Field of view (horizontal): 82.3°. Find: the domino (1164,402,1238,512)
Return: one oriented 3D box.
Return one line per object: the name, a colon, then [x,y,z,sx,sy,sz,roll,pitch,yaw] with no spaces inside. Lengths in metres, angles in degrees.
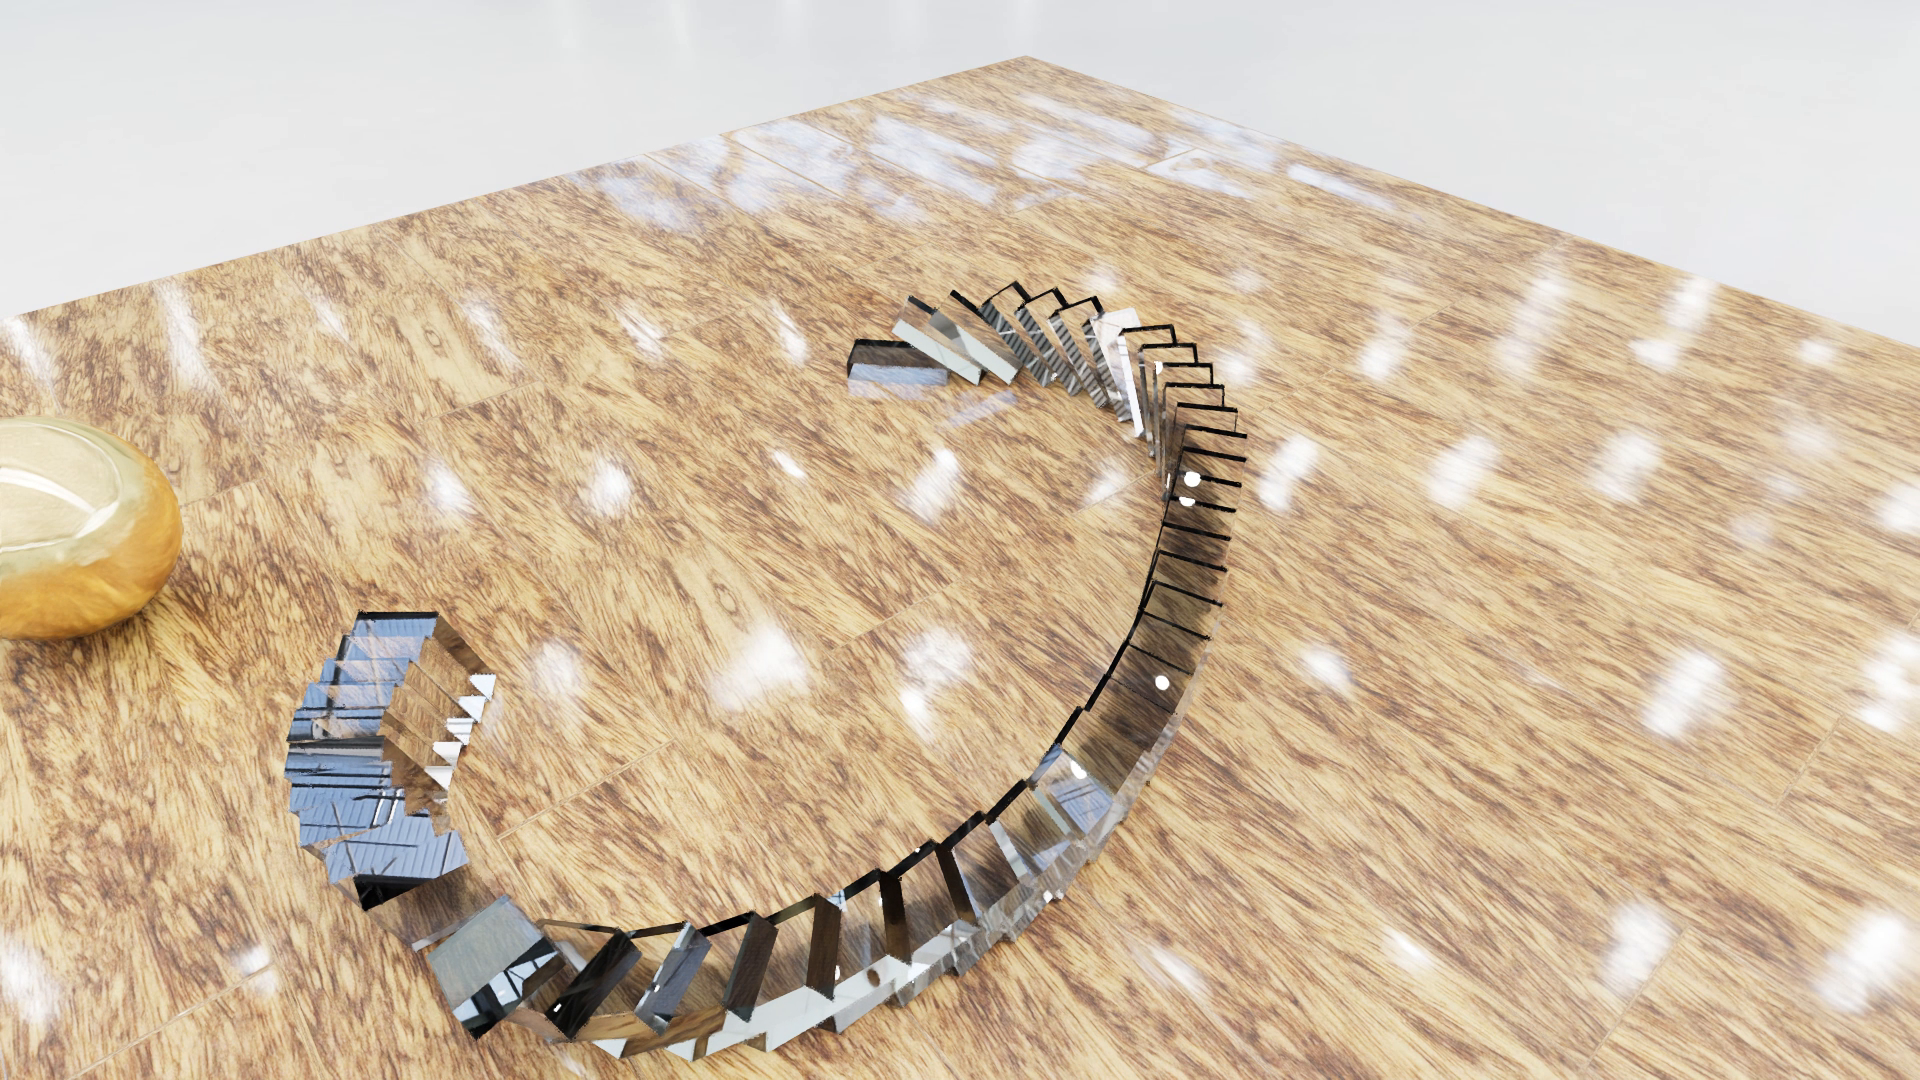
domino: [0.101,-0.031,0.460,0.025,0.010,0.050,7,76,8]

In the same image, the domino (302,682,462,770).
domino: [-0.177,0.058,0.340,0.025,0.050,0.009,0,60,0]

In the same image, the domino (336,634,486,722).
domino: [-0.176,0.046,0.356,0.025,0.050,0.009,0,60,0]

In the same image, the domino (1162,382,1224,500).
domino: [0.100,-0.042,0.473,0.025,0.010,0.050,3,76,3]

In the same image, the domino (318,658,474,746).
domino: [-0.177,0.052,0.348,0.025,0.050,0.009,0,60,0]

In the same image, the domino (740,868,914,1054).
domino: [-0.036,0.110,0.287,0.050,0.010,0.025,-36,37,17]

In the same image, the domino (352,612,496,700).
domino: [-0.176,0.039,0.364,0.025,0.050,0.010,0,60,0]

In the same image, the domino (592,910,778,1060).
domino: [-0.070,0.114,0.281,0.050,0.009,0.025,-27,29,30]

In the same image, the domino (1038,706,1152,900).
domino: [0.033,0.078,0.327,0.025,0.009,0.050,31,85,32]

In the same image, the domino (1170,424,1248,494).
domino: [0.099,-0.020,0.446,0.025,0.010,0.050,12,77,13]

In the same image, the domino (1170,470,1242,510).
domino: [0.090,0.000,0.421,0.025,0.009,0.050,13,77,16]

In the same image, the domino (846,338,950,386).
domino: [-0.030,-0.090,0.553,0.050,0.009,0.025,4,40,5]

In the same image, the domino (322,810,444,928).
domino: [-0.152,0.091,0.301,0.025,0.050,0.010,-19,64,-22]

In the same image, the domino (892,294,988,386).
domino: [-0.008,-0.099,0.544,0.050,0.009,0.025,30,37,-15]

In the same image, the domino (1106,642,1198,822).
domino: [0.052,0.060,0.348,0.025,0.009,0.050,25,81,28]

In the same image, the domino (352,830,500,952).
domino: [-0.141,0.095,0.295,0.025,0.050,0.009,-23,66,-23]

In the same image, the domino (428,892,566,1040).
domino: [-0.121,0.109,0.286,0.025,0.010,0.050,-39,17,-28]

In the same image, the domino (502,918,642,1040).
domino: [-0.105,0.112,0.284,0.050,0.009,0.025,-16,24,46]

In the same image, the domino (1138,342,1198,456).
domino: [0.096,-0.064,0.499,0.025,0.010,0.050,-2,76,-5]

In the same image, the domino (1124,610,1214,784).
domino: [0.061,0.051,0.360,0.025,0.009,0.050,23,80,25]

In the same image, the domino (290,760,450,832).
domino: [-0.167,0.078,0.315,0.025,0.050,0.009,-8,60,-10]

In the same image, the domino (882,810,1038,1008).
domino: [-0.005,0.100,0.299,0.050,0.010,0.025,-43,45,8]

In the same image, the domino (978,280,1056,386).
domino: [0.035,-0.103,0.547,0.050,0.009,0.025,50,51,-1]

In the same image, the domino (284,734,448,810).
domino: [-0.173,0.072,0.323,0.025,0.050,0.009,-5,60,-5]

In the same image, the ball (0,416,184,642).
ball: [-0.326,-0.004,0.392,0.080,0.080,0.080,0,39,0]

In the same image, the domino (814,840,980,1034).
domino: [-0.020,0.105,0.292,0.050,0.010,0.025,-40,41,12]

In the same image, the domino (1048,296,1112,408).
domino: [0.066,-0.091,0.533,0.025,0.010,0.050,-25,83,-27]

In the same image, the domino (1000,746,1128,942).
domino: [0.022,0.087,0.315,0.050,0.010,0.025,-50,51,1]

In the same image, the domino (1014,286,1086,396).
domino: [0.051,-0.098,0.541,0.025,0.009,0.050,-32,86,-33]

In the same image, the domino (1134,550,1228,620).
domino: [0.074,0.031,0.384,0.025,0.010,0.050,16,78,19]

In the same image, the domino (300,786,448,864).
domino: [-0.161,0.085,0.308,0.025,0.050,0.010,-12,61,-14]

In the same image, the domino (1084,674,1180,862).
domino: [0.043,0.069,0.337,0.025,0.009,0.050,29,84,30]

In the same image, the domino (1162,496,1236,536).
domino: [0.084,0.010,0.409,0.025,0.010,0.050,13,77,16]

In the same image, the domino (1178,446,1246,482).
domino: [0.095,-0.010,0.434,0.025,0.009,0.050,13,77,15]

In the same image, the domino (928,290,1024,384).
domino: [0.010,-0.101,0.546,0.050,0.009,0.025,36,39,-7]

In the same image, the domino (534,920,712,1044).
domino: [-0.088,0.114,0.282,0.050,0.010,0.025,-23,26,37]

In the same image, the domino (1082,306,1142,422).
domino: [0.079,-0.084,0.523,0.025,0.010,0.050,-17,81,-20]

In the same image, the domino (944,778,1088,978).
domino: [0.009,0.094,0.306,0.050,0.010,0.025,-46,48,4]

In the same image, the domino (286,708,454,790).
domino: [-0.176,0.065,0.332,0.025,0.050,0.009,0,60,0]

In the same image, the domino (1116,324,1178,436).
domino: [0.091,-0.075,0.512,0.025,0.009,0.050,-7,77,-10]

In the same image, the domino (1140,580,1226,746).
domino: [0.068,0.041,0.371,0.025,0.009,0.050,20,79,23]

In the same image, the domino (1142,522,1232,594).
domino: [0.079,0.021,0.397,0.025,0.010,0.050,14,77,16]

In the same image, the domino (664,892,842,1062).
domino: [-0.053,0.113,0.283,0.050,0.009,0.025,-32,33,23]

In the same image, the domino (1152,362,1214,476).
domino: [0.099,-0.053,0.486,0.025,0.010,0.050,1,76,-1]
